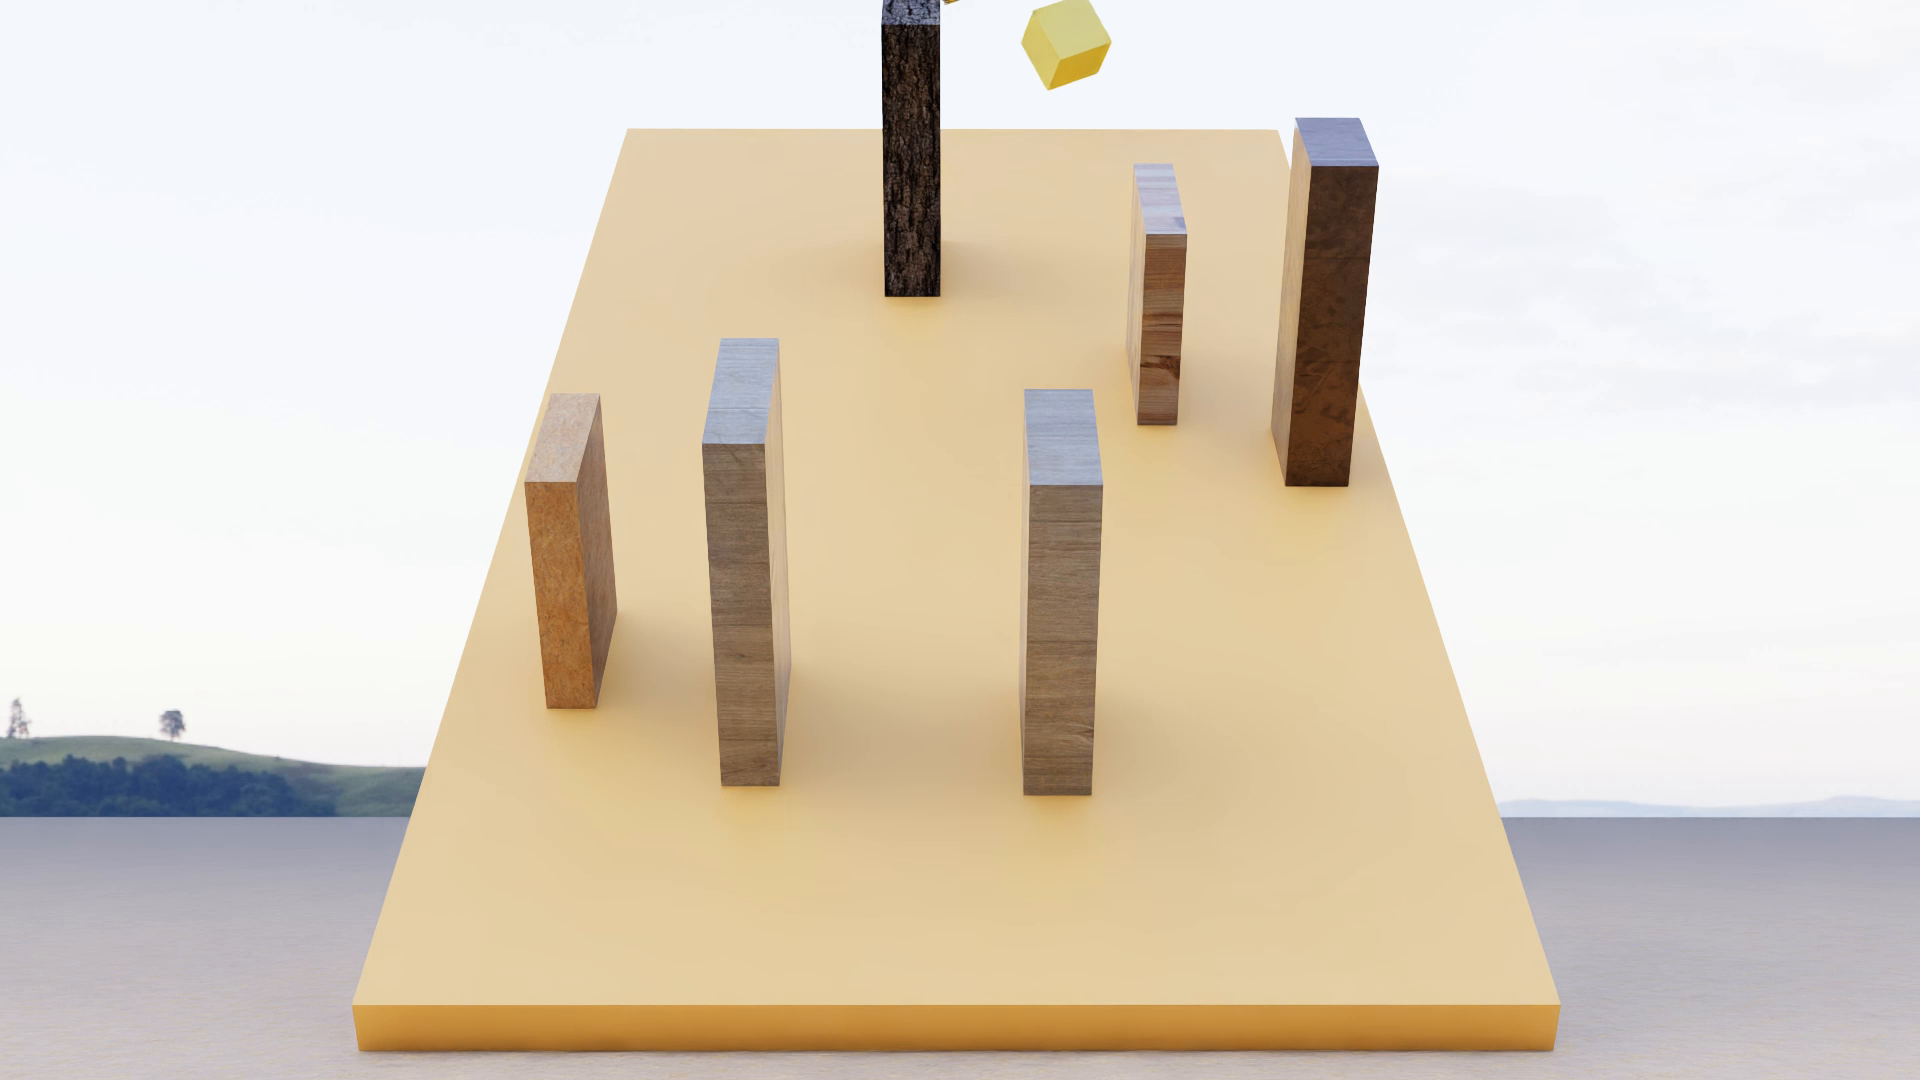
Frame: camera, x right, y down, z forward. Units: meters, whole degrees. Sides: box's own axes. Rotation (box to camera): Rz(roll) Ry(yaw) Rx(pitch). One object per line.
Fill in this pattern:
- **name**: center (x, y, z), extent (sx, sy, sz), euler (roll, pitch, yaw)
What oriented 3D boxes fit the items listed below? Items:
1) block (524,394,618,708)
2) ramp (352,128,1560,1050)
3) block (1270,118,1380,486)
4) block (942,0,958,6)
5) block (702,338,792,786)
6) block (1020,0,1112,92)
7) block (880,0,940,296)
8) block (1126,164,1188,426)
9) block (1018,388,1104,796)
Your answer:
- **block**: center (-0.761, 0.020, 4.772), extent (0.097, 0.508, 0.359), euler (0, 31, 0)
- **ramp**: center (-0.014, -0.205, 5.756), extent (2.000, 0.100, 4.000), euler (0, 31, 0)
- **block**: center (0.813, -0.529, 5.448), extent (0.144, 0.778, 0.286), euler (0, 31, 0)
- **block**: center (-0.015, -1.734, 7.378), extent (0.129, 0.129, 0.129), euler (-17, -24, 9)
- **block**: center (-0.391, 0.042, 4.522), extent (0.108, 0.727, 0.414), euler (0, 31, 0)
- **block**: center (0.317, -1.487, 7.243), extent (0.179, 0.179, 0.179), euler (-23, -15, -18)
- **block**: center (-0.125, -1.055, 6.369), extent (0.147, 0.741, 0.371), euler (0, 31, 0)
- **block**: center (0.470, -0.595, 5.836), extent (0.095, 0.493, 0.430), euler (0, 31, 0)
- **block**: center (0.182, 0.098, 4.495), extent (0.127, 0.662, 0.363), euler (0, 31, 0)
